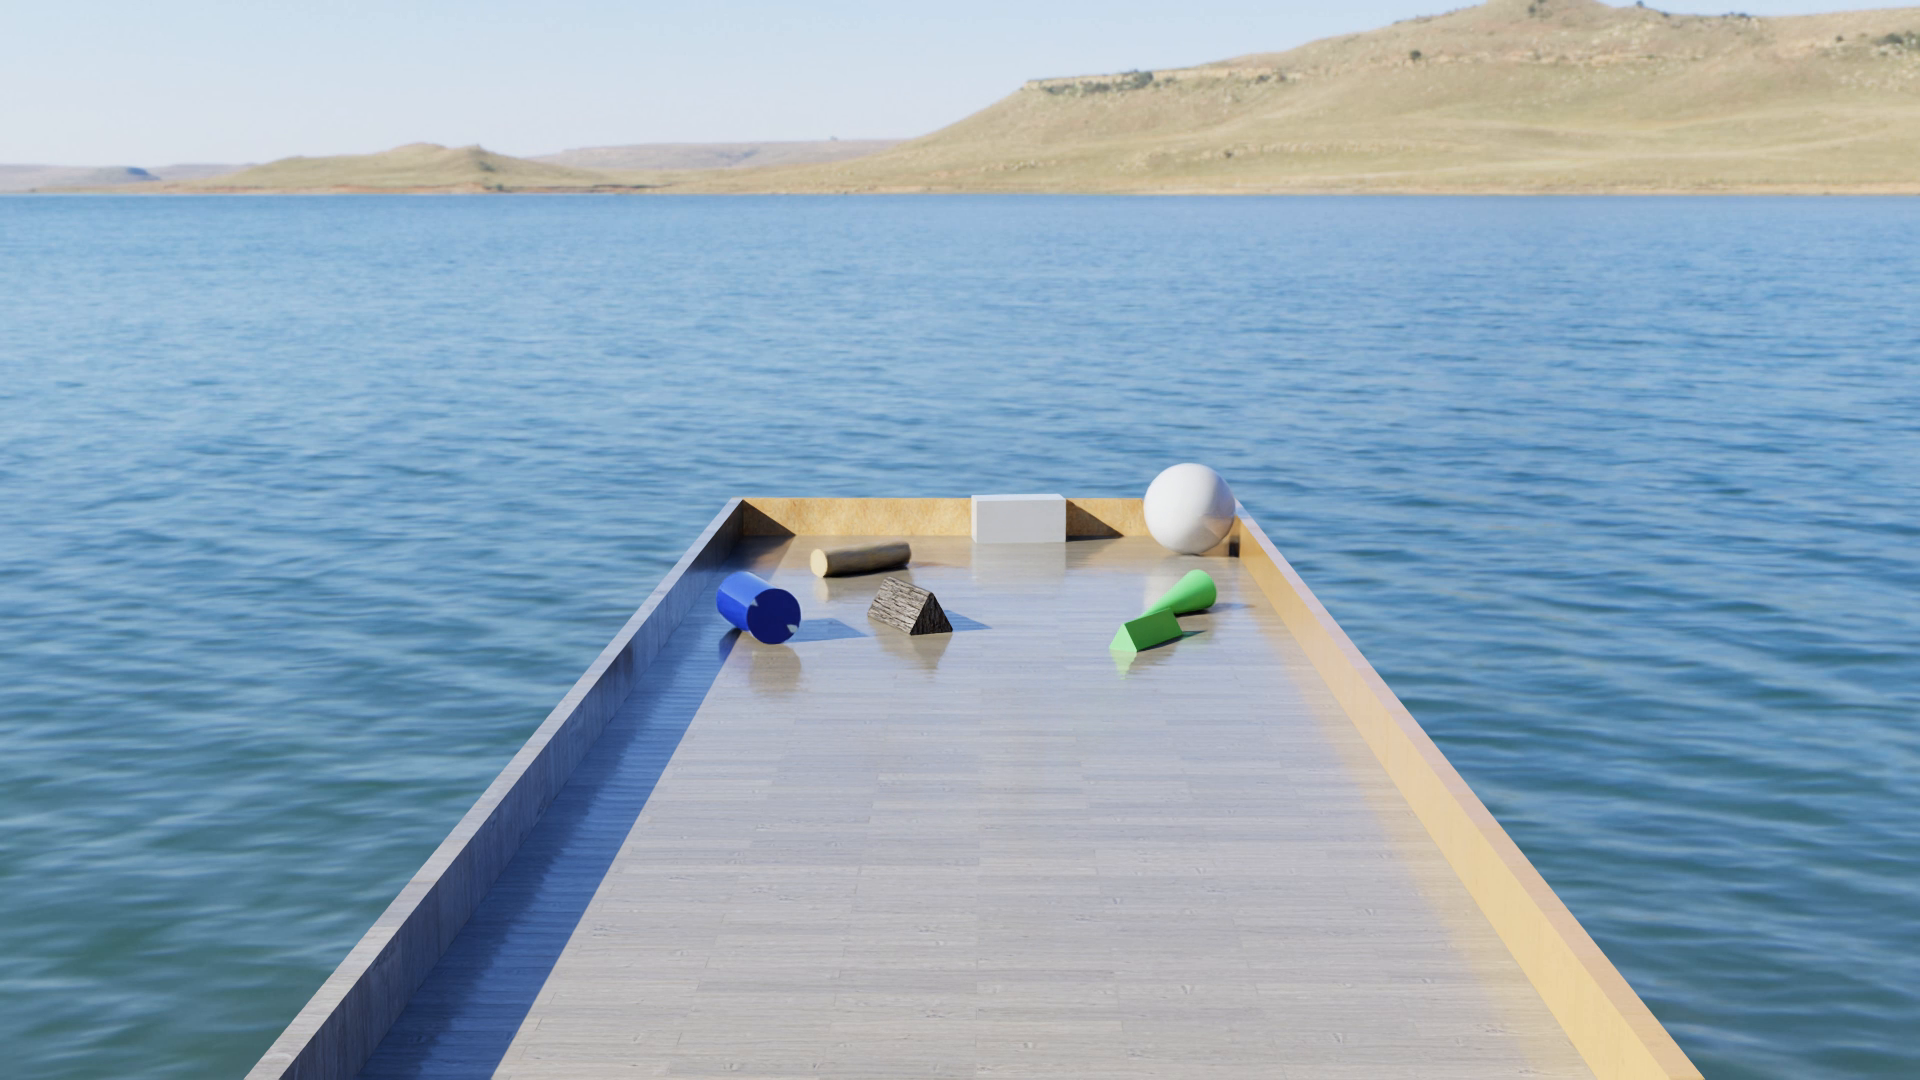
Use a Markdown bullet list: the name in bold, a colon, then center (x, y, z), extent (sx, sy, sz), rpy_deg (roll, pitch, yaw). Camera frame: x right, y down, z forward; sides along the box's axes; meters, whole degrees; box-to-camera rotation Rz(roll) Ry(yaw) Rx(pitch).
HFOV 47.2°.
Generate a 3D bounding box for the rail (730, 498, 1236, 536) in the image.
- **rail**: center (0.099, -0.098, 9.147), extent (2.100, 0.150, 0.050), rpy_deg (0, 9, 1)

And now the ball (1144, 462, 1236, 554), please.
- **ball**: center (0.901, -0.124, 8.639), extent (0.360, 0.360, 0.360), rpy_deg (0, 9, 0)

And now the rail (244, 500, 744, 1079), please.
- **rail**: center (-1.004, 0.839, 3.234), extent (0.050, 0.150, 12.000), rpy_deg (0, 9, 1)

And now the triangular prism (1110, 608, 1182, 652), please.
- **triangular prism**: center (0.591, 0.280, 6.962), extent (0.096, 0.083, 0.309), rpy_deg (5, 11, 33)

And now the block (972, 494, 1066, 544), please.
- **block**: center (0.239, -0.088, 9.010), extent (0.365, 0.174, 0.174), rpy_deg (-1, 9, -7)

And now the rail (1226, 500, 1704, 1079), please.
- **rail**: center (1.046, 0.843, 3.208), extent (0.050, 0.150, 12.000), rpy_deg (0, 9, 1)

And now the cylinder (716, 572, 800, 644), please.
- **cylinder**: center (-0.650, 0.216, 7.073), extent (0.179, 0.179, 0.337), rpy_deg (-4, 10, -22)

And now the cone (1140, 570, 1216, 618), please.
- **cone**: center (0.695, 0.222, 7.390), extent (0.140, 0.140, 0.366), rpy_deg (9, 23, 44)

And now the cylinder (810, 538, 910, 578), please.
- **cylinder**: center (-0.371, 0.067, 8.263), extent (0.402, 0.102, 0.102), rpy_deg (-8, 12, -40)
